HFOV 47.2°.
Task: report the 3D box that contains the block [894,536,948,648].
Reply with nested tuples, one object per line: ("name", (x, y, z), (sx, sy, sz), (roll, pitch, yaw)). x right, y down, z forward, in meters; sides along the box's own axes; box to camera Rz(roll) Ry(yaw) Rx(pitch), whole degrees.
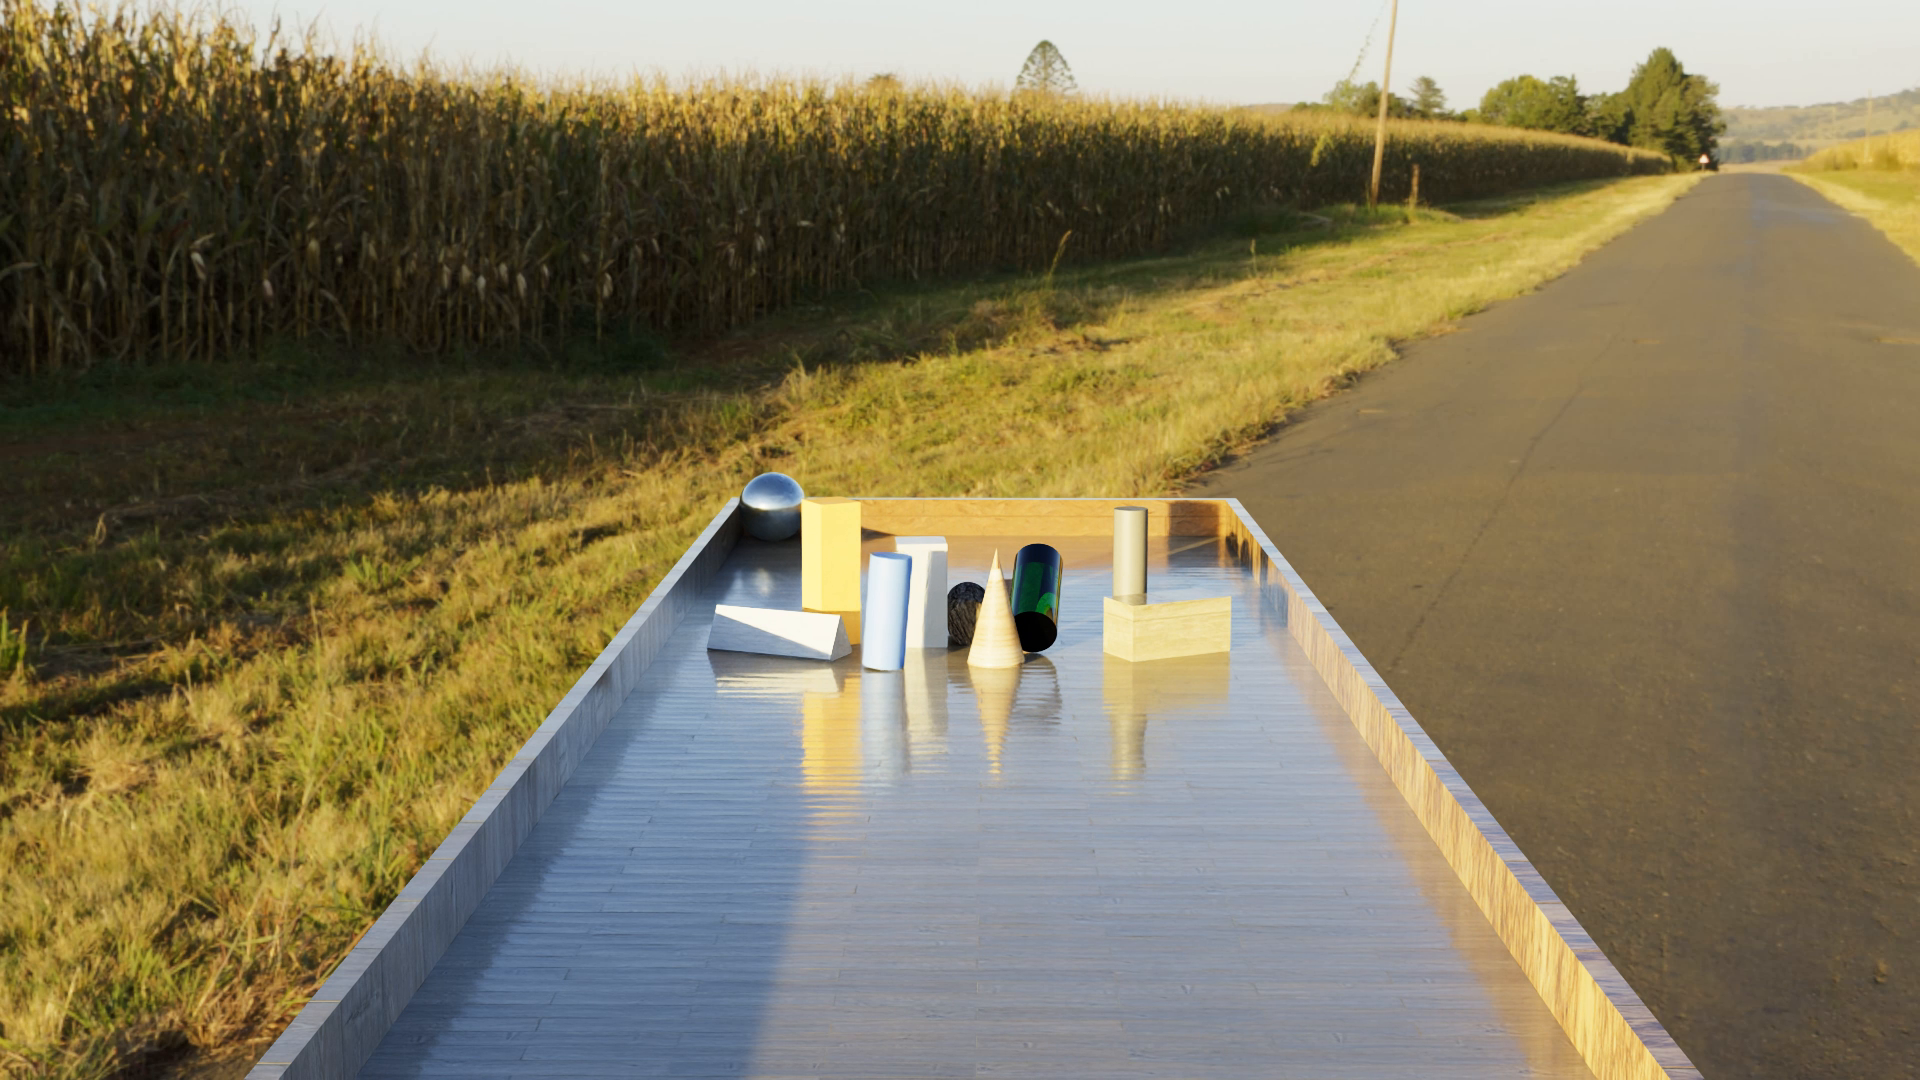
("block", (-0.123, 0.163, 6.937), (0.156, 0.327, 0.156), (-1, 9, -4))

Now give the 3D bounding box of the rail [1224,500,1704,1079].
("rail", (1.046, 0.843, 3.208), (0.050, 0.150, 12.000), (0, 9, 1))

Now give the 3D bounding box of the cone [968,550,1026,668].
("cone", (0.110, 0.197, 6.645), (0.177, 0.351, 0.177), (0, 9, 0))

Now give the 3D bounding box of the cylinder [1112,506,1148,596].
("cylinder", (0.538, 0.111, 6.952), (0.108, 0.425, 0.108), (0, 9, 0))

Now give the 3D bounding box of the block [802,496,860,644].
("block", (-0.406, 0.099, 6.936), (0.137, 0.452, 0.137), (-5, 11, -29))

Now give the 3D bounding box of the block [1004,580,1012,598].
("block", (0.158, 0.222, 7.244), (0.114, 0.114, 0.431), (0, 9, -2))

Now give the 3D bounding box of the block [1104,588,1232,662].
("block", (0.642, 0.260, 6.818), (0.354, 0.172, 0.172), (-5, 10, -27))

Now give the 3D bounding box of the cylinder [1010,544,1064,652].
("cylinder", (0.237, 0.179, 6.919), (0.158, 0.158, 0.371), (1, 34, 5))

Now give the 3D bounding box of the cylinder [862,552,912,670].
("cylinder", (-0.217, 0.212, 6.578), (0.126, 0.334, 0.126), (5, 8, -1))

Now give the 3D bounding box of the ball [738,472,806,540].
("ball", (-0.763, -0.137, 8.976), (0.280, 0.280, 0.280), (0, 9, 0))

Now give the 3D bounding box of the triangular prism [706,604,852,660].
("triangular prism", (-0.562, 0.279, 6.817), (0.431, 0.128, 0.148), (4, 10, 23))

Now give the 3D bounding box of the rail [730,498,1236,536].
("rail", (0.099, -0.098, 9.147), (2.100, 0.150, 0.050), (0, 9, 1))

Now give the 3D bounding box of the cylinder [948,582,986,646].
("cylinder", (0.028, 0.235, 7.067), (0.143, 0.143, 0.349), (0, 9, -1))

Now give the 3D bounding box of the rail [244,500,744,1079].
("rail", (-1.004, 0.839, 3.234), (0.050, 0.150, 12.000), (0, 9, 1))
